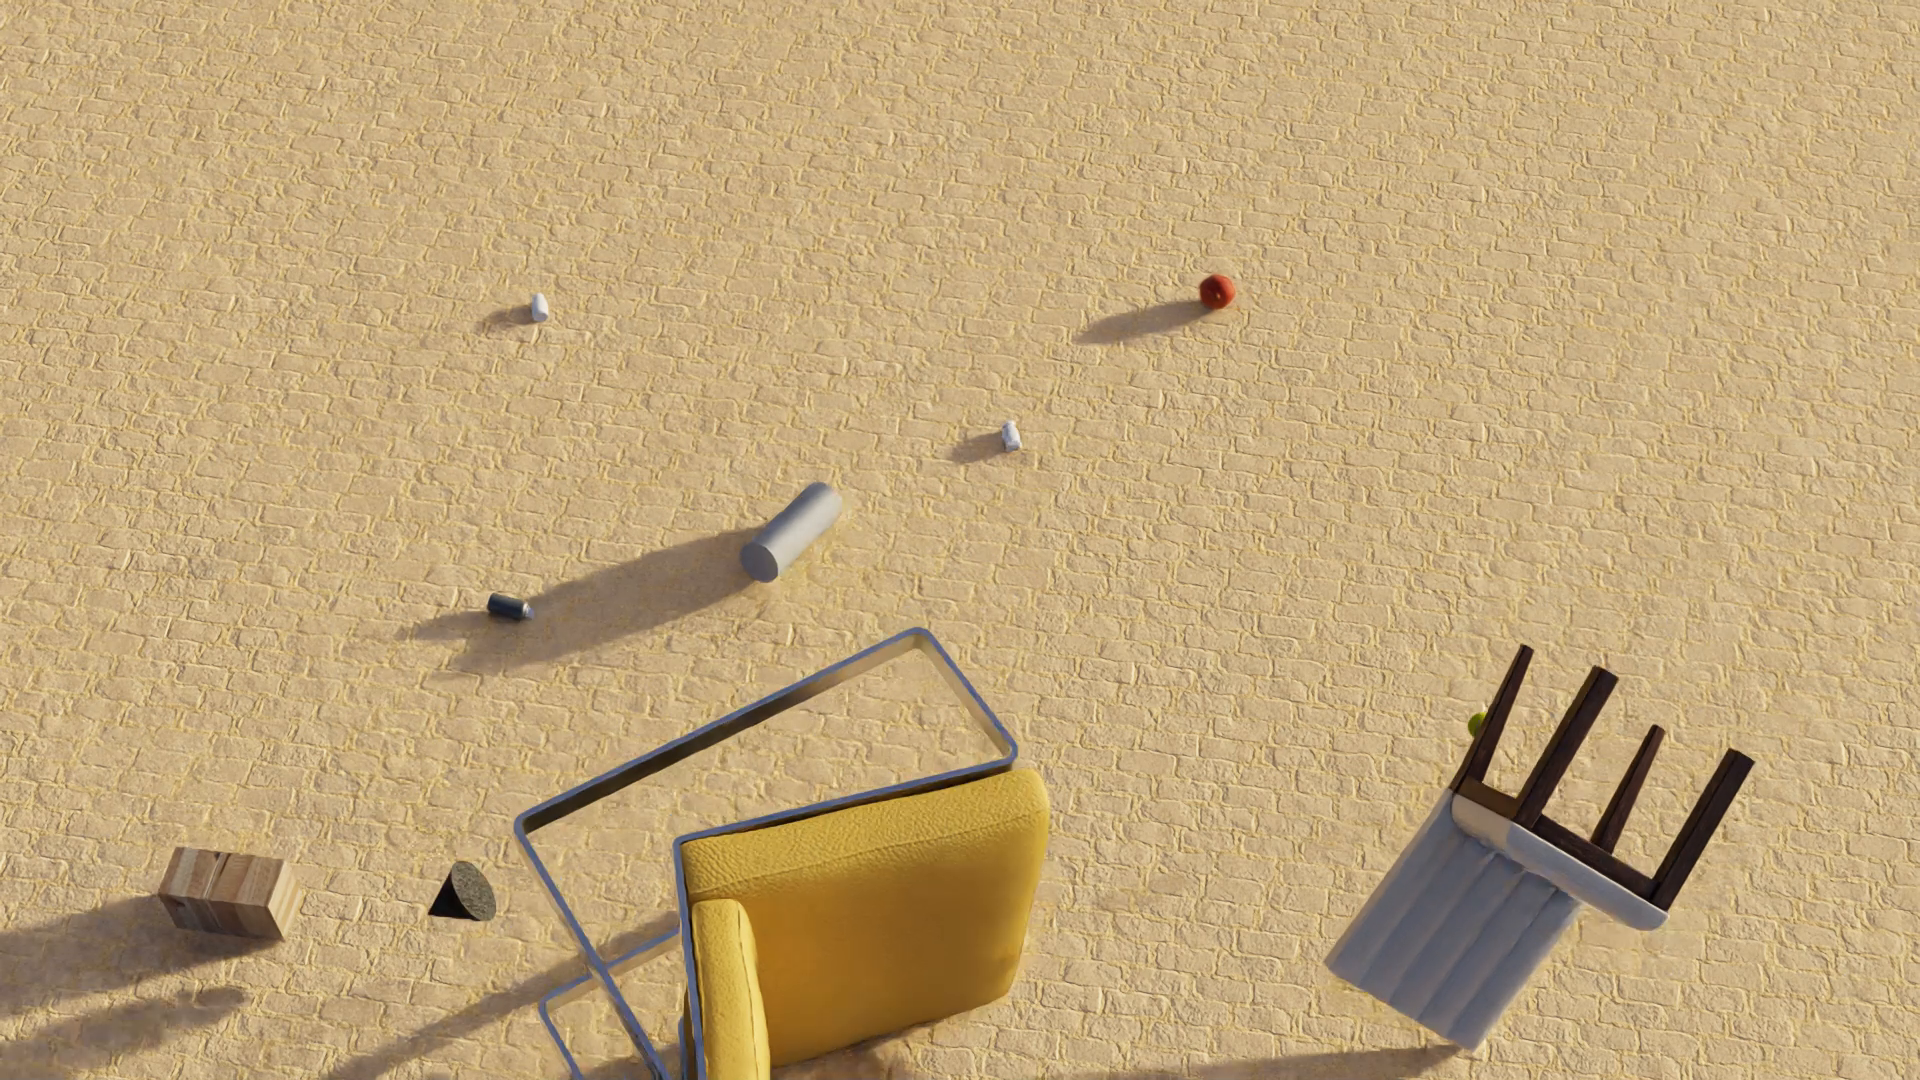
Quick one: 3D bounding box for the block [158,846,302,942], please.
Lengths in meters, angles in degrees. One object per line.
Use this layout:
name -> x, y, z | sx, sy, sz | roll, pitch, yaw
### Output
block -> -1.930, 0.938, 5.821 | 0.298, 0.195, 0.141 | 6, 52, 4

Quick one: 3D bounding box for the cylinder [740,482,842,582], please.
cylinder -> -0.494, -0.022, 6.448 | 0.131, 0.250, 0.279 | 46, 65, -2

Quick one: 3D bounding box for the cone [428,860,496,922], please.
cone -> -1.319, 0.939, 5.692 | 0.149, 0.190, 0.170 | -28, 61, 12
